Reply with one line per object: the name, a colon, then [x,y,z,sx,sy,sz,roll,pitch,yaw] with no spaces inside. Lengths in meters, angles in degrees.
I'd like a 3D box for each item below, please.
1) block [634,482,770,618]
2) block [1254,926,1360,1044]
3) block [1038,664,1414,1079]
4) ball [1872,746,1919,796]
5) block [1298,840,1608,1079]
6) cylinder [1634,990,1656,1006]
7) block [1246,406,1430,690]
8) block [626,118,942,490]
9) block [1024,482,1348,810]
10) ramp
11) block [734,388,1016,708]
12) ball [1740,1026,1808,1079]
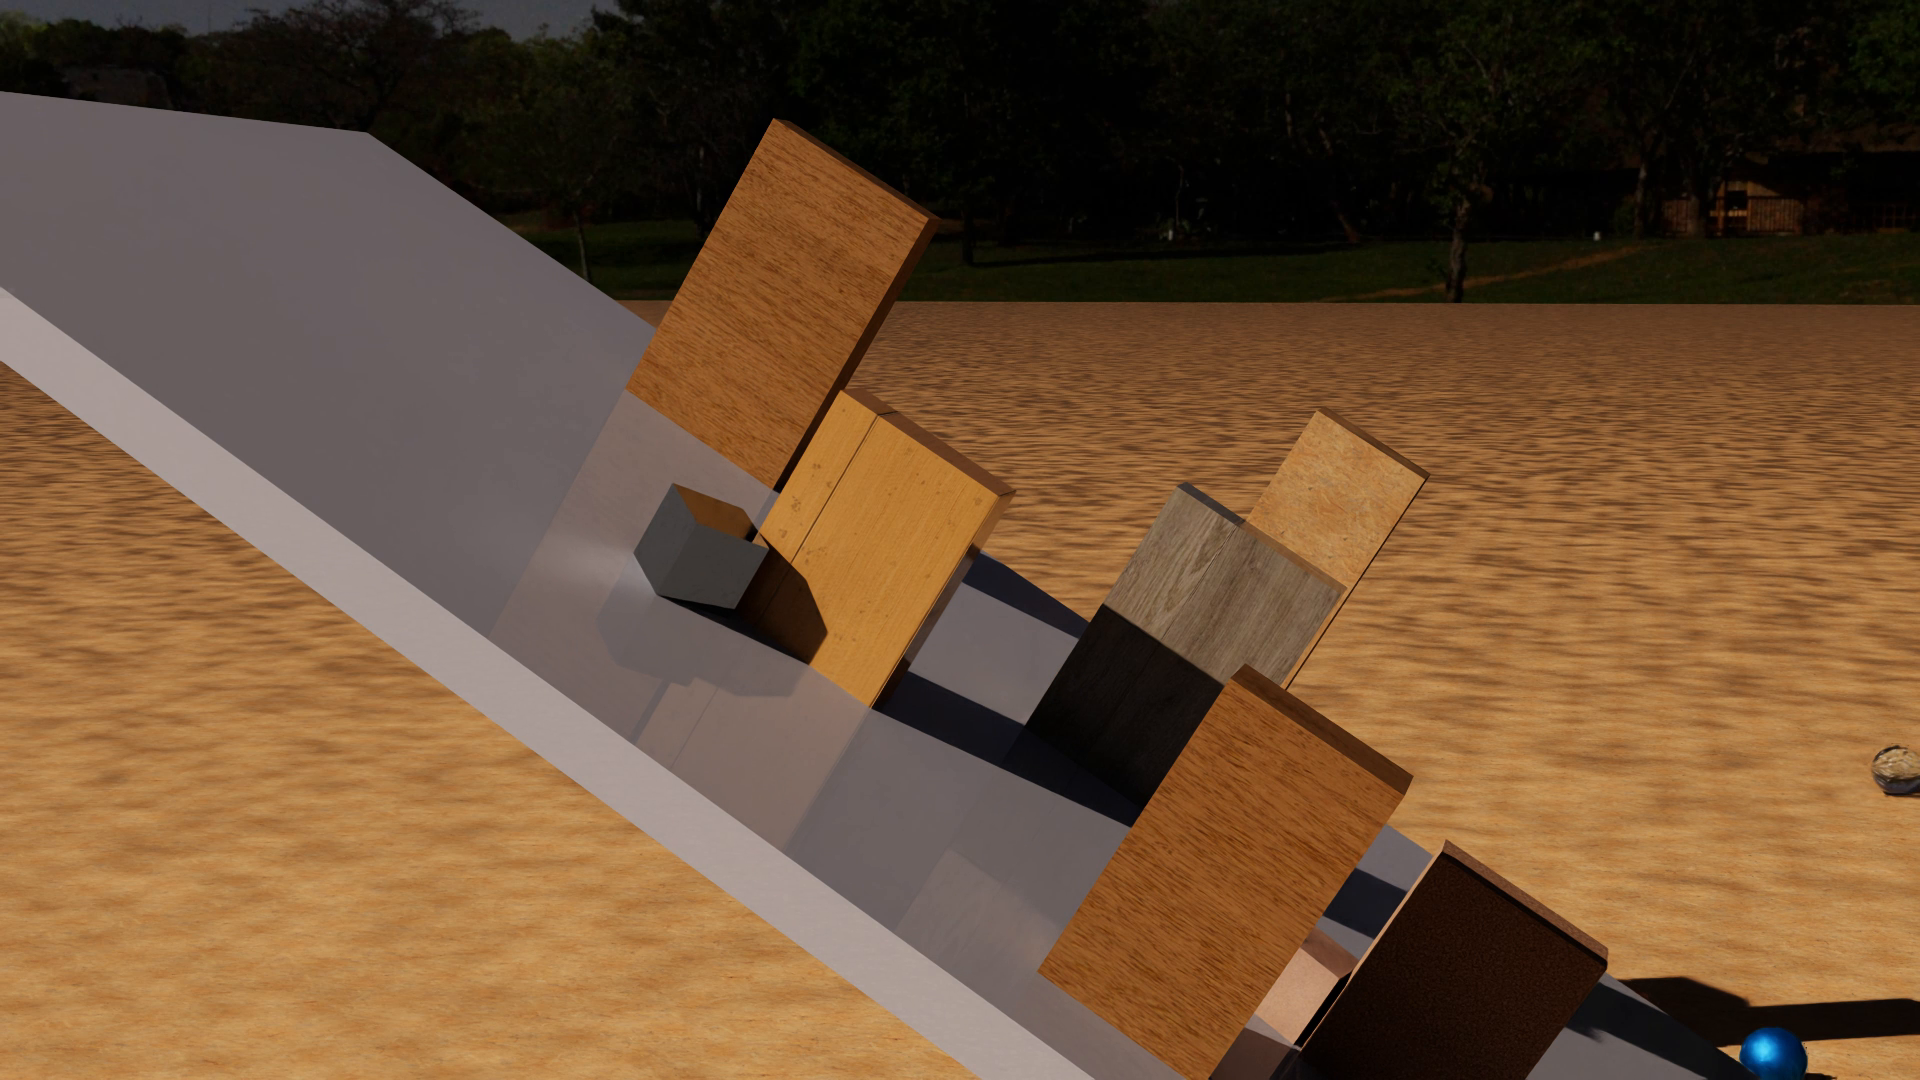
block: [-0.449,0.019,3.809,0.147,0.147,0.147,21,18,-34]
block: [0.543,0.707,3.559,0.134,0.134,0.134,37,16,22]
block: [0.381,0.485,3.184,0.288,0.530,0.127,34,15,11]
ball: [3.342,0.822,7.834,0.175,0.175,0.175,0,7,0]
block: [0.767,0.722,3.429,0.294,0.401,0.106,34,15,11]
cylinder: [1.543,1.148,5.186,0.158,0.158,0.158,-2,7,-19]
block: [0.703,0.085,4.766,0.267,0.708,0.137,34,15,11]
block: [-0.375,-0.491,4.606,0.394,0.658,0.093,34,15,11]
block: [0.415,0.220,4.082,0.355,0.545,0.094,34,15,11]
ramp: [-0.154,0.254,4.113,4.000,0.100,2.000,34,15,11]
block: [-0.163,0.012,3.824,0.333,0.439,0.107,34,15,11]
ball: [1.847,1.178,4.992,0.144,0.144,0.144,0,7,0]
